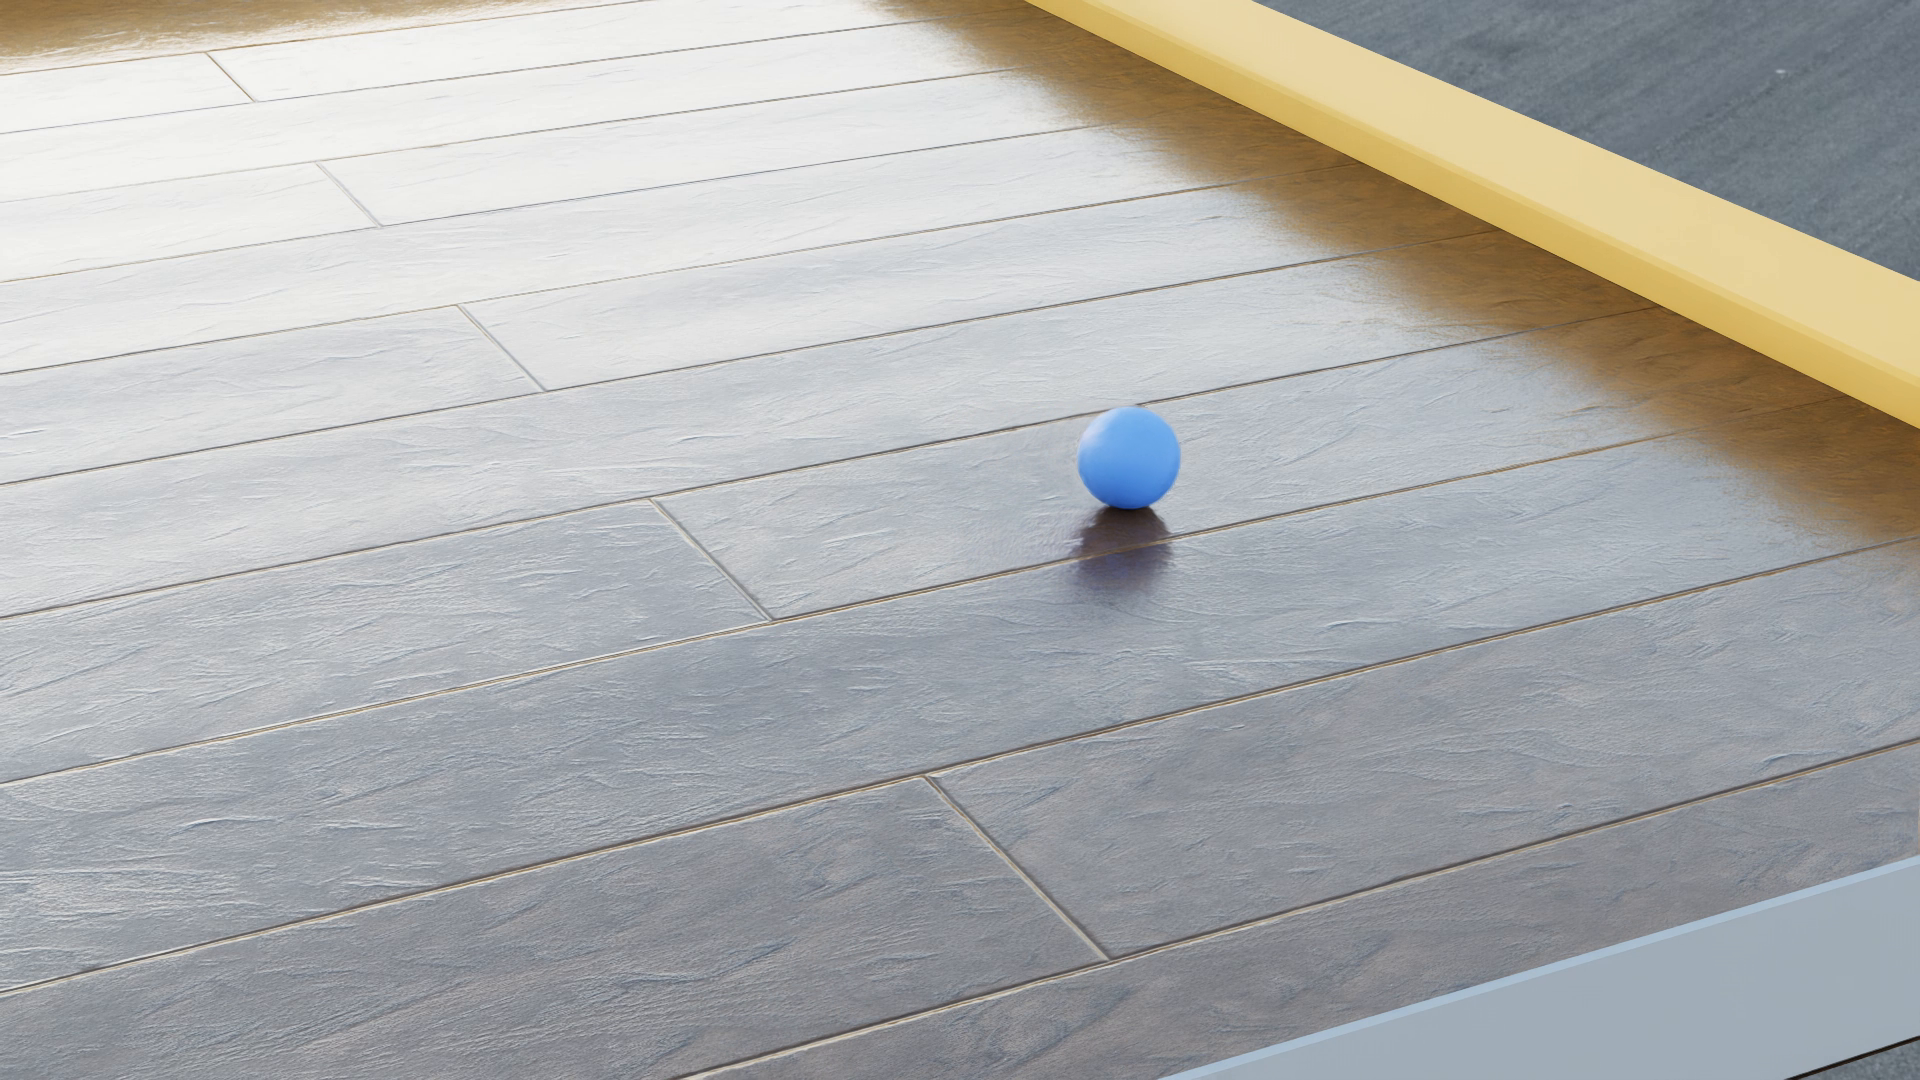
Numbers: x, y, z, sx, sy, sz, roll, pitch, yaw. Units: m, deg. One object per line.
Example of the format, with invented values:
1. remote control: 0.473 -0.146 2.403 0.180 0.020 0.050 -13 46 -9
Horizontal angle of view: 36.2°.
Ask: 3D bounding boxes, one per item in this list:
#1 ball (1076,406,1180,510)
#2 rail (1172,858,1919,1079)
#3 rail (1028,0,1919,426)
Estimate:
1. ball: 0.130 -0.064 2.285 0.080 0.080 0.080 0 24 0
2. rail: 0.323 0.253 1.535 1.716 0.120 0.045 -11 27 -24
3. rail: 0.415 -0.449 3.084 0.045 0.120 3.018 -11 27 -24
